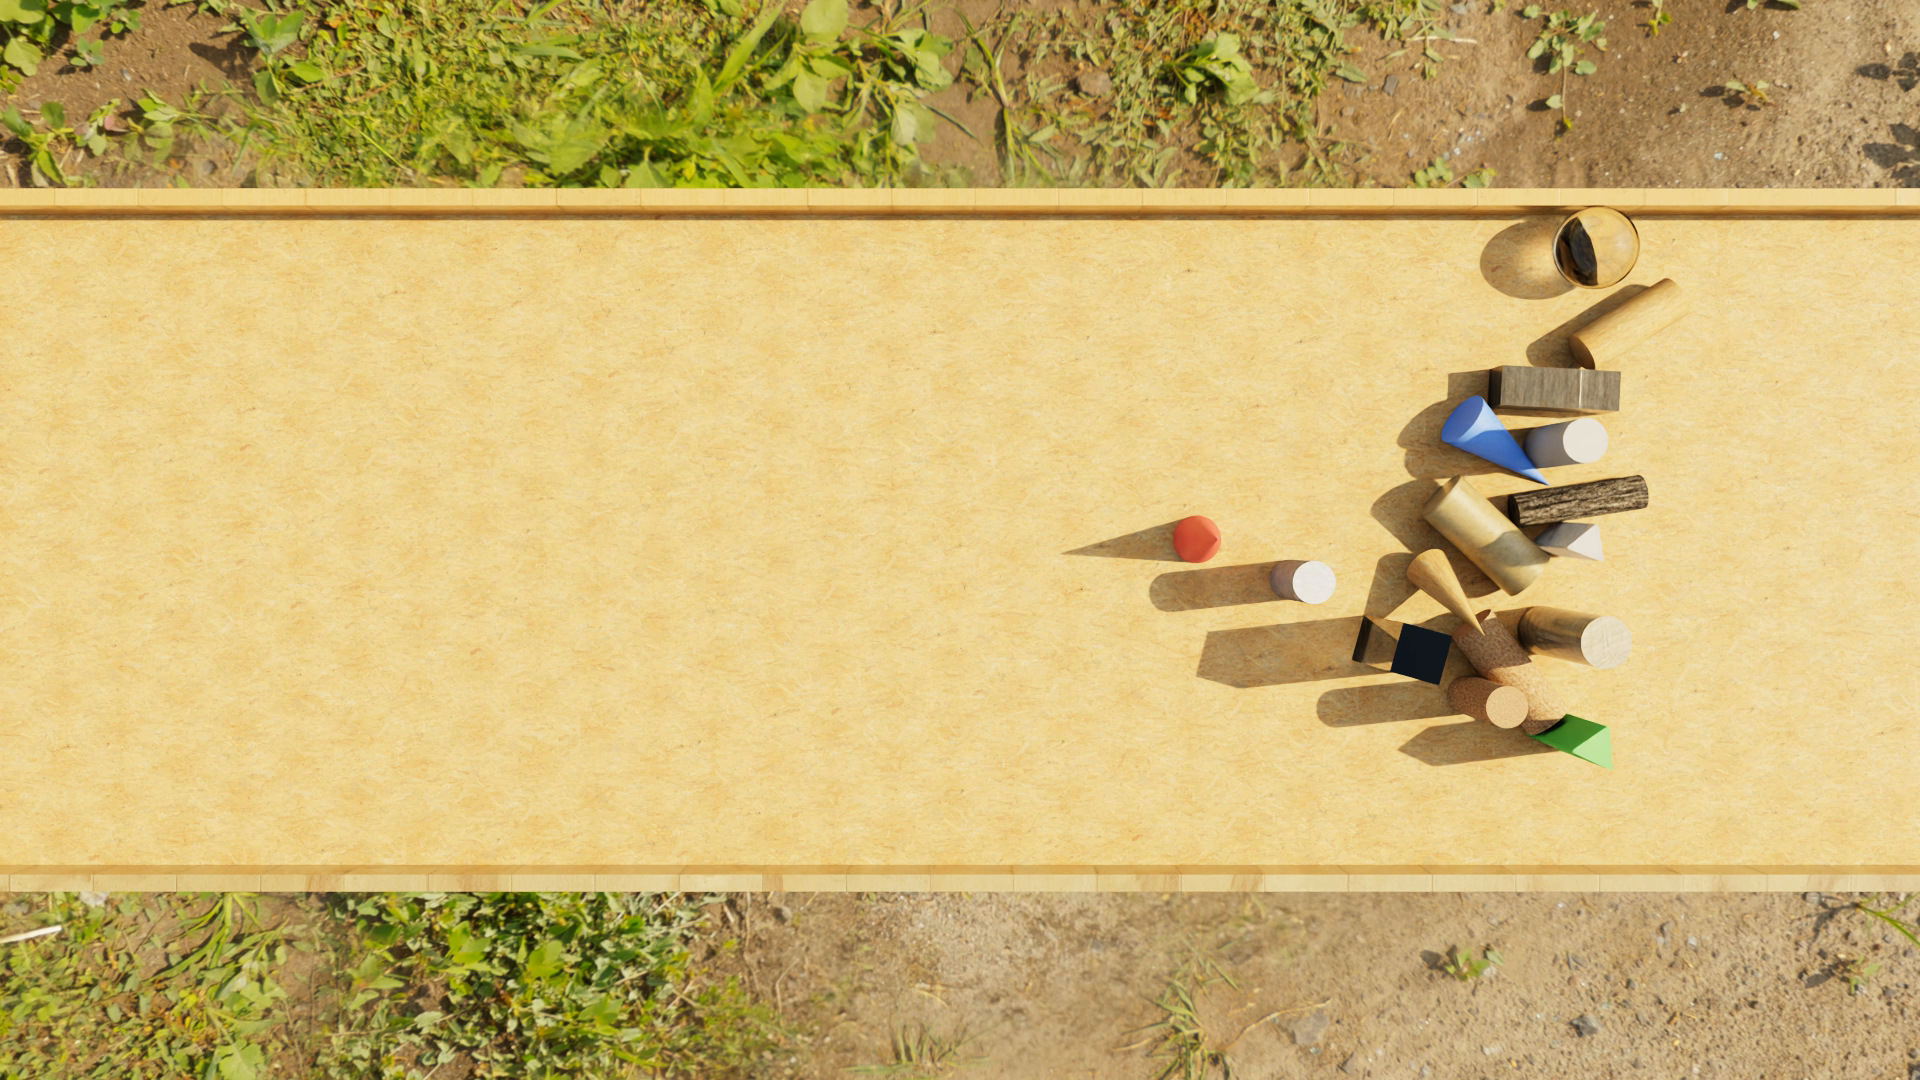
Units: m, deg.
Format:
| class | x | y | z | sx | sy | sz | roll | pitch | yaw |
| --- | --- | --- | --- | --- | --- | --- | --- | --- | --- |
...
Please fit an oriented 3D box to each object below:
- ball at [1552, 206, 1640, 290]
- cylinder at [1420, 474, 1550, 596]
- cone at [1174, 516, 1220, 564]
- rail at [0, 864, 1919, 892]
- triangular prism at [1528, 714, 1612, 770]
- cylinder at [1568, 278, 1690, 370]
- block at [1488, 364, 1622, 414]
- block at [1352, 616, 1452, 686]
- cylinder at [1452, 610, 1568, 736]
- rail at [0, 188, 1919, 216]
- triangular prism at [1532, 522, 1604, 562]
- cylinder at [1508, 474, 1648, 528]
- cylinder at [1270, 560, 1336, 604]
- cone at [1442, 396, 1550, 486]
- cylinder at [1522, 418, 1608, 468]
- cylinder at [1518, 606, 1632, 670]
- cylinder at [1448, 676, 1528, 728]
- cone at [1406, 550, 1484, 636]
| class | x | y | z | sx | sy | sz | roll | pitch | yaw |
| --- | --- | --- | --- | --- | --- | --- | --- | --- | --- |
| ball | 1.910 | -0.876 | 4.953 | 0.247 | 0.247 | 0.247 | 0 | 90 | 0 |
| cylinder | 1.588 | -0.014 | 4.993 | 0.365 | 0.167 | 0.167 | 42 | 90 | 0 |
| cone | 0.730 | -0.002 | 4.873 | 0.148 | 0.407 | 0.148 | 0 | 90 | 0 |
| rail | -2.247 | 1.025 | 5.001 | 12.000 | 0.150 | 0.050 | 0 | 90 | 0 |
| triangular prism | 1.823 | 0.577 | 4.887 | 0.124 | 0.375 | 0.107 | 25 | 91 | -1 |
| cylinder | 2.031 | -0.653 | 5.010 | 0.333 | 0.131 | 0.131 | -31 | 90 | 0 |
| block | 1.806 | -0.457 | 5.016 | 0.358 | 0.120 | 0.120 | 3 | 90 | 0 |
| block | 1.293 | 0.319 | 4.850 | 0.143 | 0.452 | 0.143 | 15 | 90 | 0 |
| cylinder | 1.667 | 0.400 | 5.004 | 0.144 | 0.144 | 0.374 | -39 | 90 | 0 |
| rail | -2.247 | -1.025 | 5.002 | 12.000 | 0.150 | 0.050 | 0 | 90 | 0 |
| triangular prism | 1.814 | -0.008 | 4.898 | 0.108 | 0.350 | 0.093 | 21 | 92 | 1 |
| cylinder | 1.881 | -0.117 | 5.024 | 0.394 | 0.104 | 0.104 | -9 | 90 | 0 |
| cylinder | 1.015 | 0.122 | 4.901 | 0.123 | 0.351 | 0.123 | 0 | 90 | 0 |
| cone | 1.670 | -0.265 | 5.035 | 0.371 | 0.172 | 0.172 | 34 | 90 | -13 |
| cylinder | 1.796 | -0.286 | 4.905 | 0.130 | 0.344 | 0.130 | 0 | 90 | 0 |
| cylinder | 1.805 | 0.283 | 4.860 | 0.150 | 0.420 | 0.150 | 0 | 92 | -5 |
| cylinder | 1.559 | 0.476 | 4.887 | 0.120 | 0.379 | 0.120 | 0 | 90 | 0 |
| cone | 1.474 | 0.181 | 4.910 | 0.134 | 0.330 | 0.134 | -12 | 131 | -14 |
